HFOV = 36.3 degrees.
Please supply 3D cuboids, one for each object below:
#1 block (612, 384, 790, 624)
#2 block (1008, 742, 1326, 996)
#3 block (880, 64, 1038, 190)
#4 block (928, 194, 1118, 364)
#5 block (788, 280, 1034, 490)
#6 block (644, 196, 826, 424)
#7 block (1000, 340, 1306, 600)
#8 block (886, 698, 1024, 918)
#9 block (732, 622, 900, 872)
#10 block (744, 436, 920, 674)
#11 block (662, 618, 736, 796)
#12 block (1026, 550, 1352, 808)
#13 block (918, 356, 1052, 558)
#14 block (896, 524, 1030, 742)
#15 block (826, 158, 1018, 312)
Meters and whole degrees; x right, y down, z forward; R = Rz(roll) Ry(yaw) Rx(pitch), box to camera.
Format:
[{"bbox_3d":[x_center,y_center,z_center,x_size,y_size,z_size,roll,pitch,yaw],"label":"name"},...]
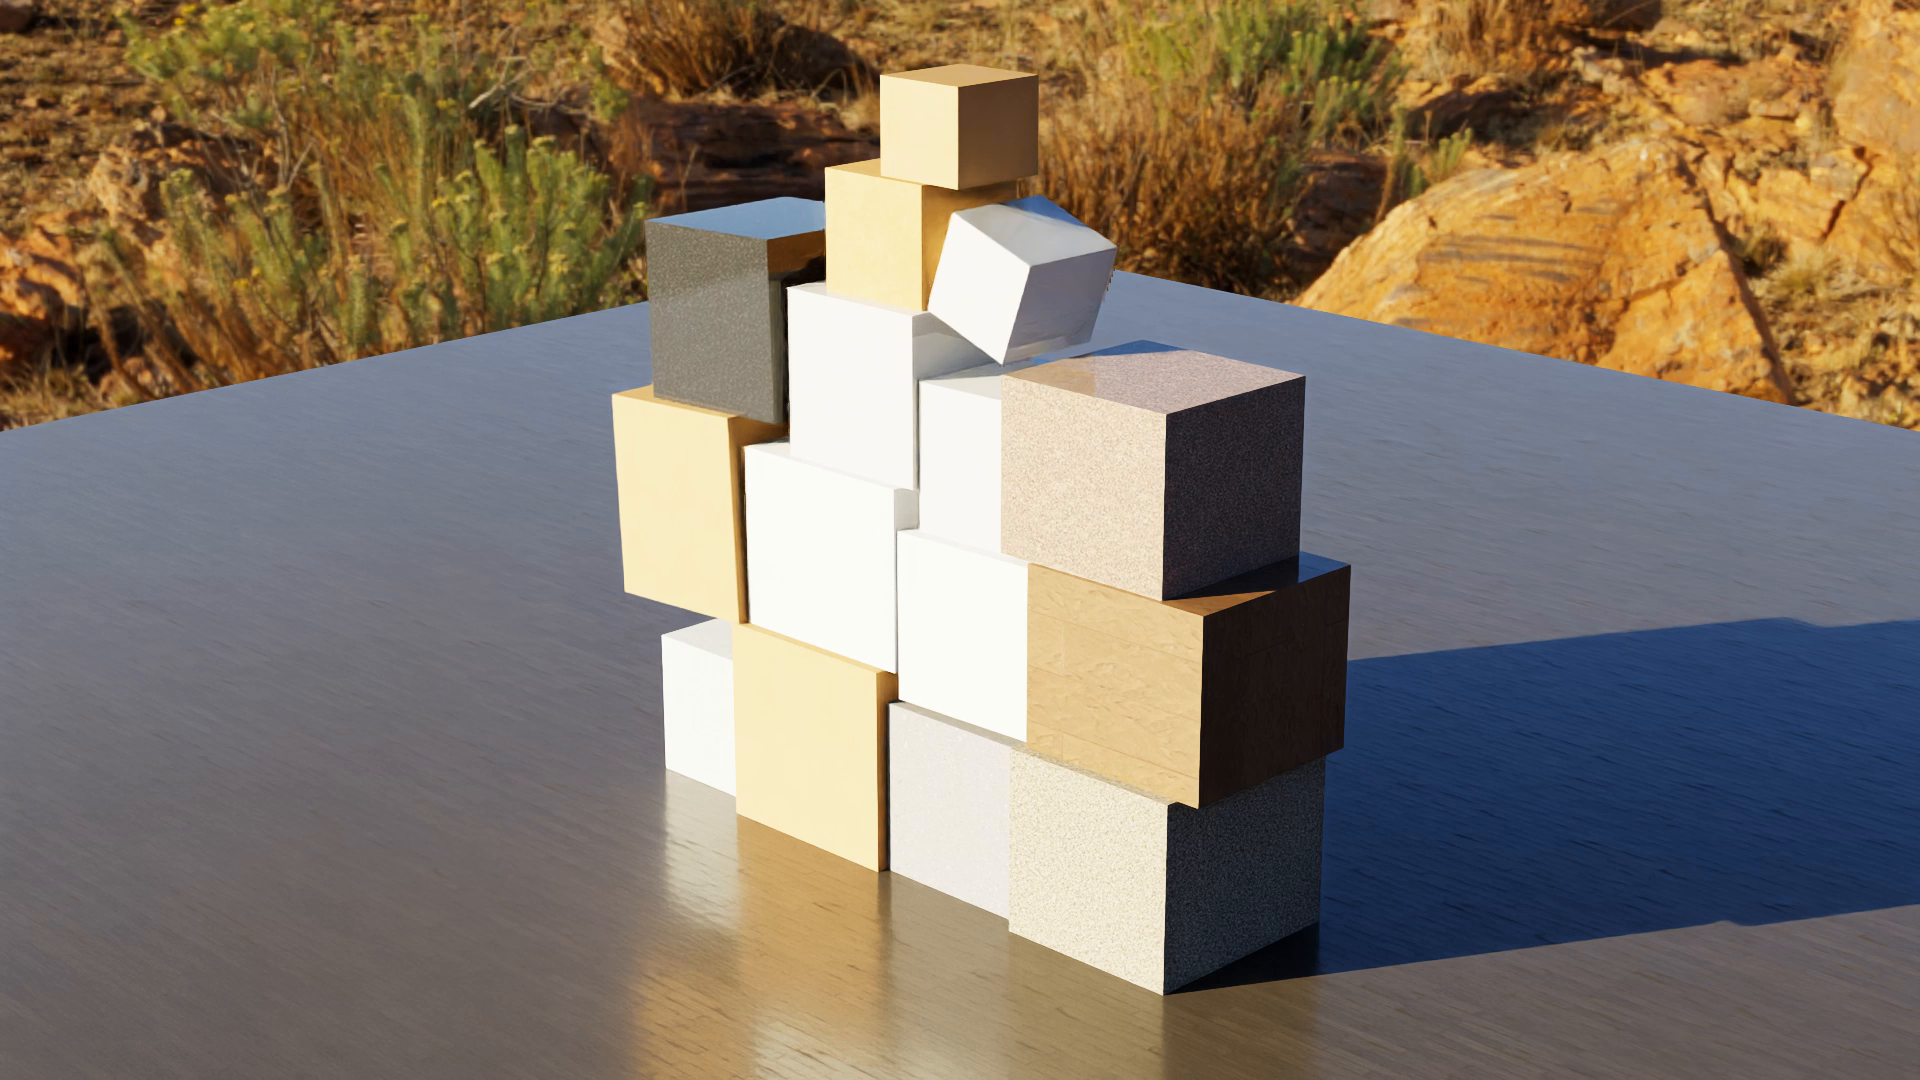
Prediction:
[{"bbox_3d":[-1.003,-0.262,14.336,1.016,0.996,0.853,-17,21,-42],"label":"block"},{"bbox_3d":[0.903,1.291,12.803,1.048,0.859,0.898,-17,24,-42],"label":"block"},{"bbox_3d":[-0.002,-1.806,12.773,0.496,0.438,0.475,-17,24,-42],"label":"block"},{"bbox_3d":[0.269,-1.137,12.716,0.552,0.478,0.487,-17,44,-42],"label":"block"},{"bbox_3d":[-0.219,-0.761,13.337,0.773,0.786,0.805,-17,24,-42],"label":"block"},{"bbox_3d":[-0.853,-1.108,13.914,0.889,0.853,0.868,-16,21,-43],"label":"block"},{"bbox_3d":[0.811,-0.317,12.408,0.888,0.785,0.915,-17,24,-42],"label":"block"},{"bbox_3d":[0.287,1.121,13.411,0.900,0.819,0.847,-17,24,-42],"label":"block"},{"bbox_3d":[-0.384,0.855,14.003,0.975,0.973,0.993,-17,24,-42],"label":"block"},{"bbox_3d":[-0.343,-0.007,13.687,0.858,0.861,0.996,-17,24,-42],"label":"block"},{"bbox_3d":[-0.973,0.800,14.624,0.737,0.705,0.682,-17,24,-42],"label":"block"},{"bbox_3d":[0.968,0.498,12.511,0.960,0.830,0.973,-17,24,-42],"label":"block"},{"bbox_3d":[0.258,-0.381,12.933,0.673,0.683,0.569,-17,23,-42],"label":"block"},{"bbox_3d":[0.303,0.334,13.116,0.820,0.791,0.823,-17,23,-42],"label":"block"},{"bbox_3d":[-0.172,-1.387,13.094,0.595,0.554,0.610,-17,24,-42],"label":"block"}]
